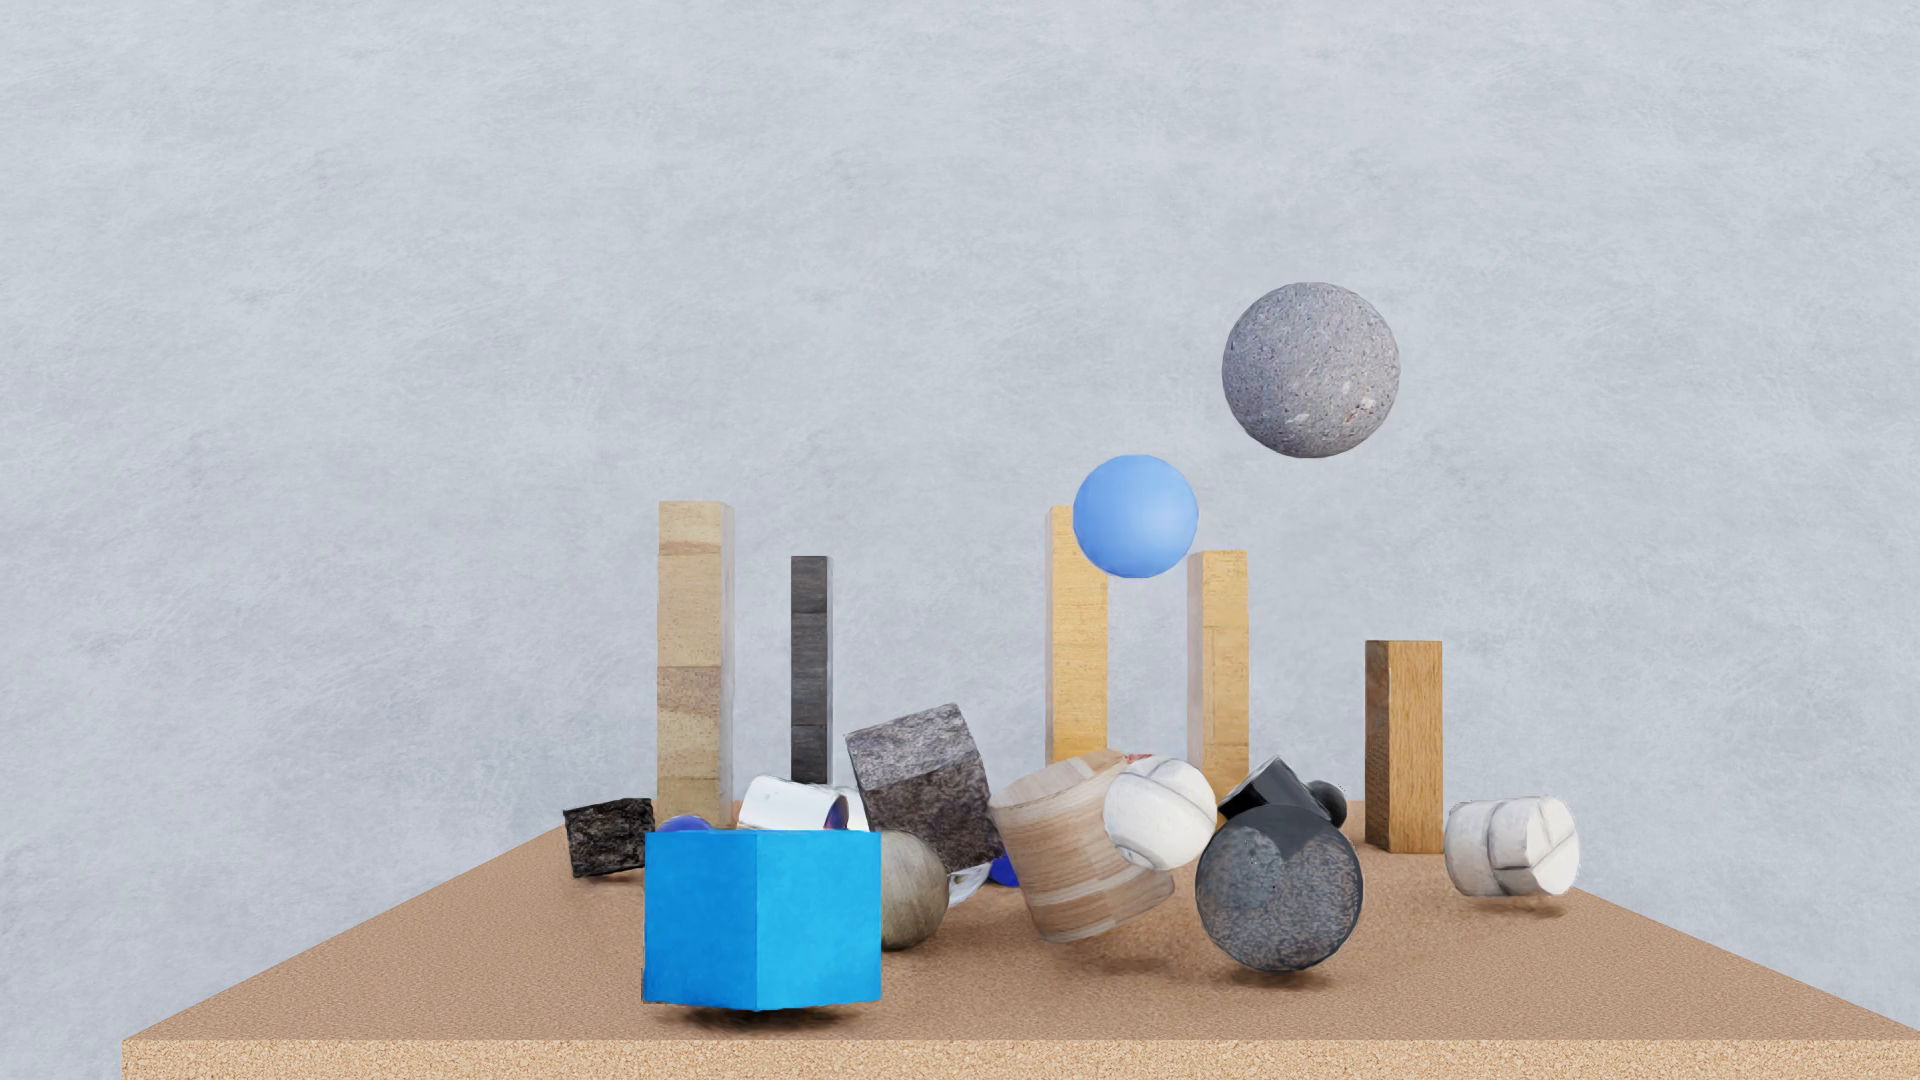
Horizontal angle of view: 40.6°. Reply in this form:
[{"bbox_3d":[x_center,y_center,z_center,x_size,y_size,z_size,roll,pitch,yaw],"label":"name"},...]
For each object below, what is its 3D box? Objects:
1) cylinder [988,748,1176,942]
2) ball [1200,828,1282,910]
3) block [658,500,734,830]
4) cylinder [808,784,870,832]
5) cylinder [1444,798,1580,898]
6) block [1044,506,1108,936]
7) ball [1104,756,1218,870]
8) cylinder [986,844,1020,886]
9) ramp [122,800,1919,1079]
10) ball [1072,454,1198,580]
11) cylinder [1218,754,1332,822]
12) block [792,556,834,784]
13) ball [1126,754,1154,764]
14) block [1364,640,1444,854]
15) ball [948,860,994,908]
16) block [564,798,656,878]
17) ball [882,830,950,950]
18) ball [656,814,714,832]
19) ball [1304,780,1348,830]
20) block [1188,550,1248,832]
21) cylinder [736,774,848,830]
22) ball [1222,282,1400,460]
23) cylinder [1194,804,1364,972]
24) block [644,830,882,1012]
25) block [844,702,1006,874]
[{"bbox_3d":[0.165,0.413,3.526,0.197,0.197,0.197,-21,5,2],"label":"cylinder"},{"bbox_3d":[0.403,0.472,3.723,0.117,0.117,0.117,0,35,0],"label":"ball"},{"bbox_3d":[-0.605,0.288,5.983,0.140,0.739,0.361,0,-2,0],"label":"block"},{"bbox_3d":[-0.198,0.515,4.590,0.160,0.160,0.160,10,25,-38],"label":"cylinder"},{"bbox_3d":[0.893,0.500,4.207,0.156,0.156,0.156,-11,21,44],"label":"cylinder"},{"bbox_3d":[0.178,0.272,4.014,0.081,0.635,0.362,0,-2,0],"label":"block"},{"bbox_3d":[0.207,0.282,2.689,0.118,0.118,0.118,0,35,0],"label":"ball"},{"bbox_3d":[0.073,0.536,4.623,0.149,0.149,0.149,-17,4,-22],"label":"cylinder"},{"bbox_3d":[0.078,0.669,4.855,2.000,0.100,4.000,0,-2,0],"label":"ramp"},{"bbox_3d":[0.197,-0.027,2.924,0.141,0.141,0.141,0,35,0],"label":"ball"},{"bbox_3d":[0.481,0.416,3.975,0.125,0.125,0.125,48,49,4],"label":"cylinder"},{"bbox_3d":[-0.335,0.347,5.906,0.081,0.615,0.243,0,-2,0],"label":"block"},{"bbox_3d":[0.375,0.538,5.359,0.197,0.197,0.197,0,35,0],"label":"ball"},{"bbox_3d":[0.922,0.424,5.410,0.108,0.428,0.318,0,-2,0],"label":"block"},{"bbox_3d":[-0.043,0.496,4.198,0.200,0.200,0.200,0,35,0],"label":"ball"},{"bbox_3d":[-0.629,0.538,4.704,0.121,0.121,0.121,-13,-8,14],"label":"block"},{"bbox_3d":[-0.098,0.494,3.659,0.168,0.168,0.168,0,35,0],"label":"ball"},{"bbox_3d":[-0.485,0.548,4.591,0.125,0.125,0.125,0,35,0],"label":"ball"},{"bbox_3d":[0.779,0.584,5.640,0.123,0.123,0.123,0,35,0],"label":"ball"},{"bbox_3d":[0.567,0.339,5.736,0.096,0.620,0.385,0,-2,0],"label":"block"},{"bbox_3d":[-0.250,0.428,3.888,0.129,0.129,0.129,12,37,15],"label":"cylinder"},{"bbox_3d":[0.410,-0.198,3.039,0.207,0.207,0.207,0,35,0],"label":"ball"},{"bbox_3d":[0.410,0.451,3.355,0.210,0.210,0.210,5,-8,7],"label":"cylinder"},{"bbox_3d":[-0.229,0.438,3.029,0.195,0.195,0.195,-5,-7,44],"label":"block"},{"bbox_3d":[-0.053,0.374,3.808,0.174,0.174,0.174,-16,26,-6],"label":"block"}]
